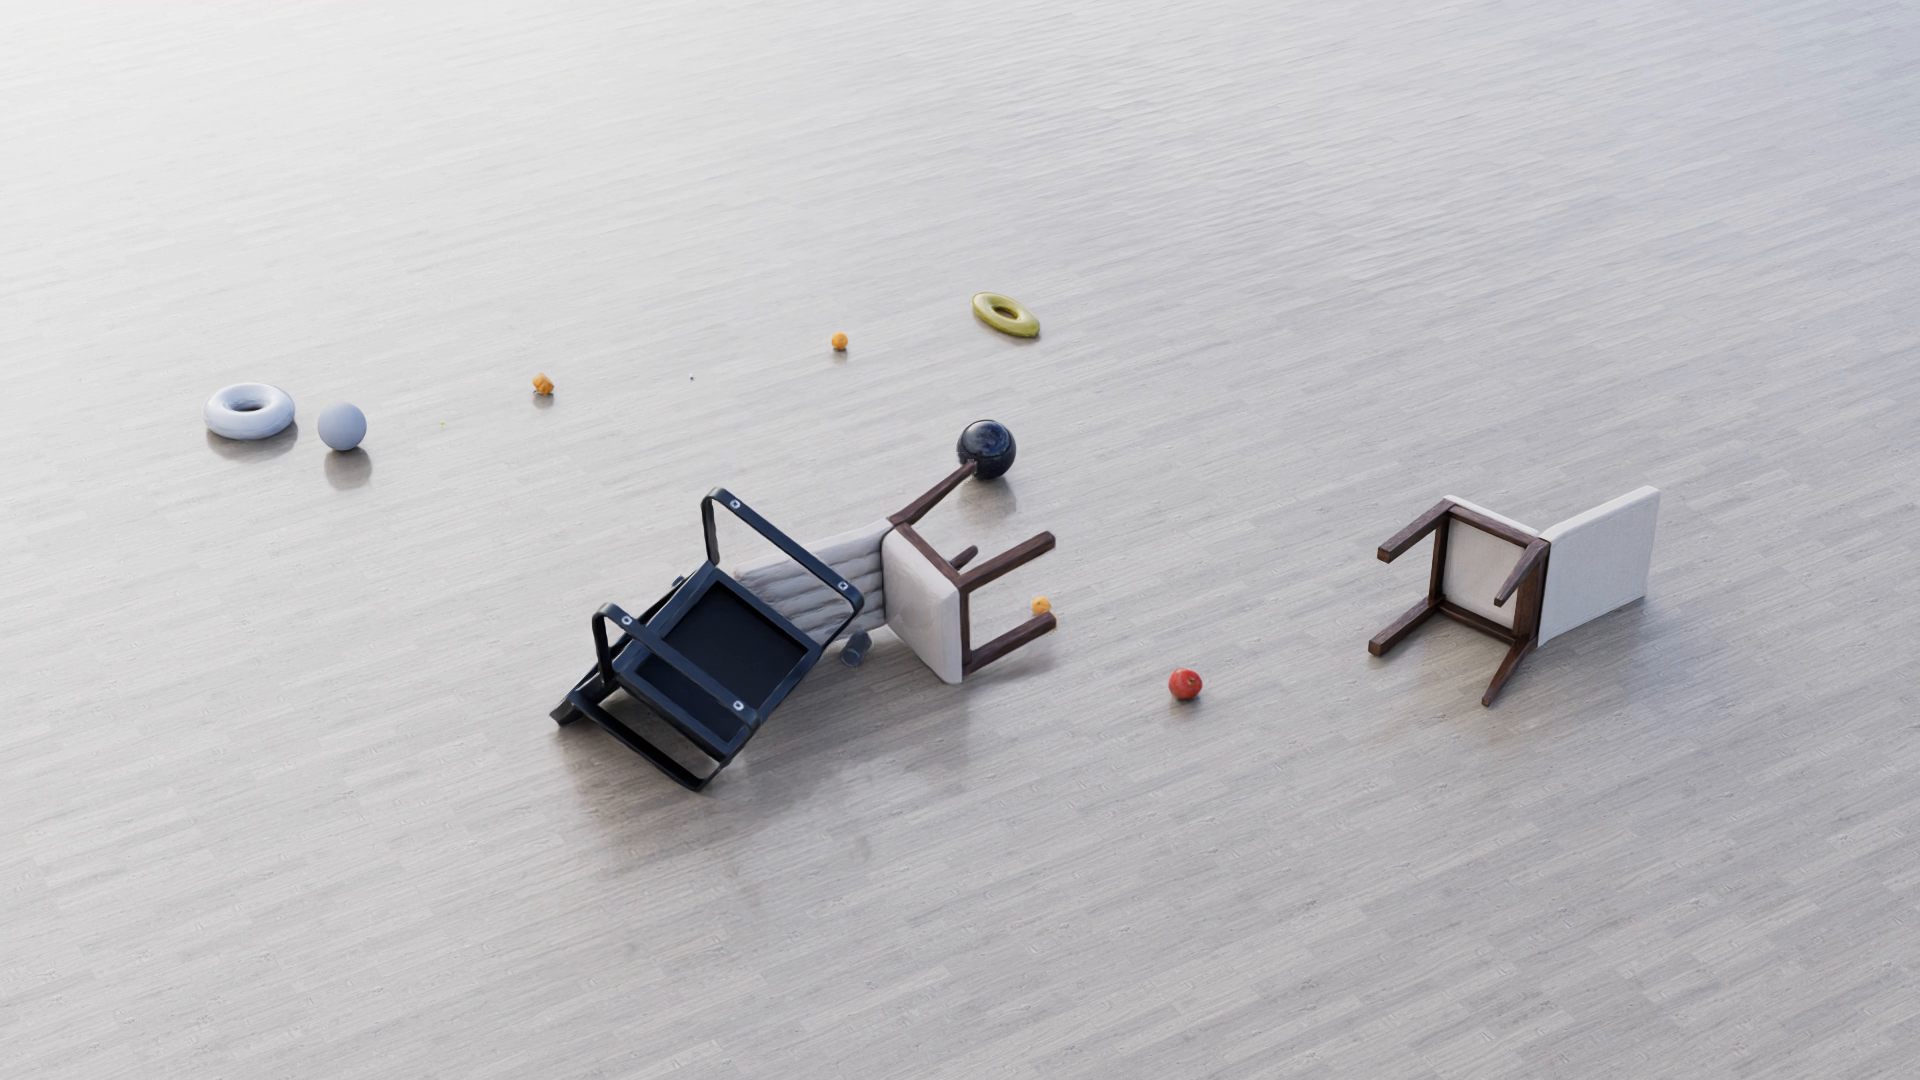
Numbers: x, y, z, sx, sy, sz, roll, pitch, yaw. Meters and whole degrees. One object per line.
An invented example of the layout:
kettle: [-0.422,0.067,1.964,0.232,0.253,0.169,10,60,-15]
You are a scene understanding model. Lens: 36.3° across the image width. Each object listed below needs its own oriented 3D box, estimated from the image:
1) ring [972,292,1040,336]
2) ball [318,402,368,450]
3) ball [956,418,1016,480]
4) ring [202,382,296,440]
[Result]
ring: [0.192,-0.950,12.339,0.193,0.053,0.412,-23,40,-29]
ball: [-2.412,-0.444,11.445,0.191,0.191,0.191,0,33,0]
ball: [0.101,-0.348,11.260,0.234,0.234,0.234,0,33,0]
ring: [-2.822,-0.513,11.628,0.387,0.106,0.353,26,41,35]
